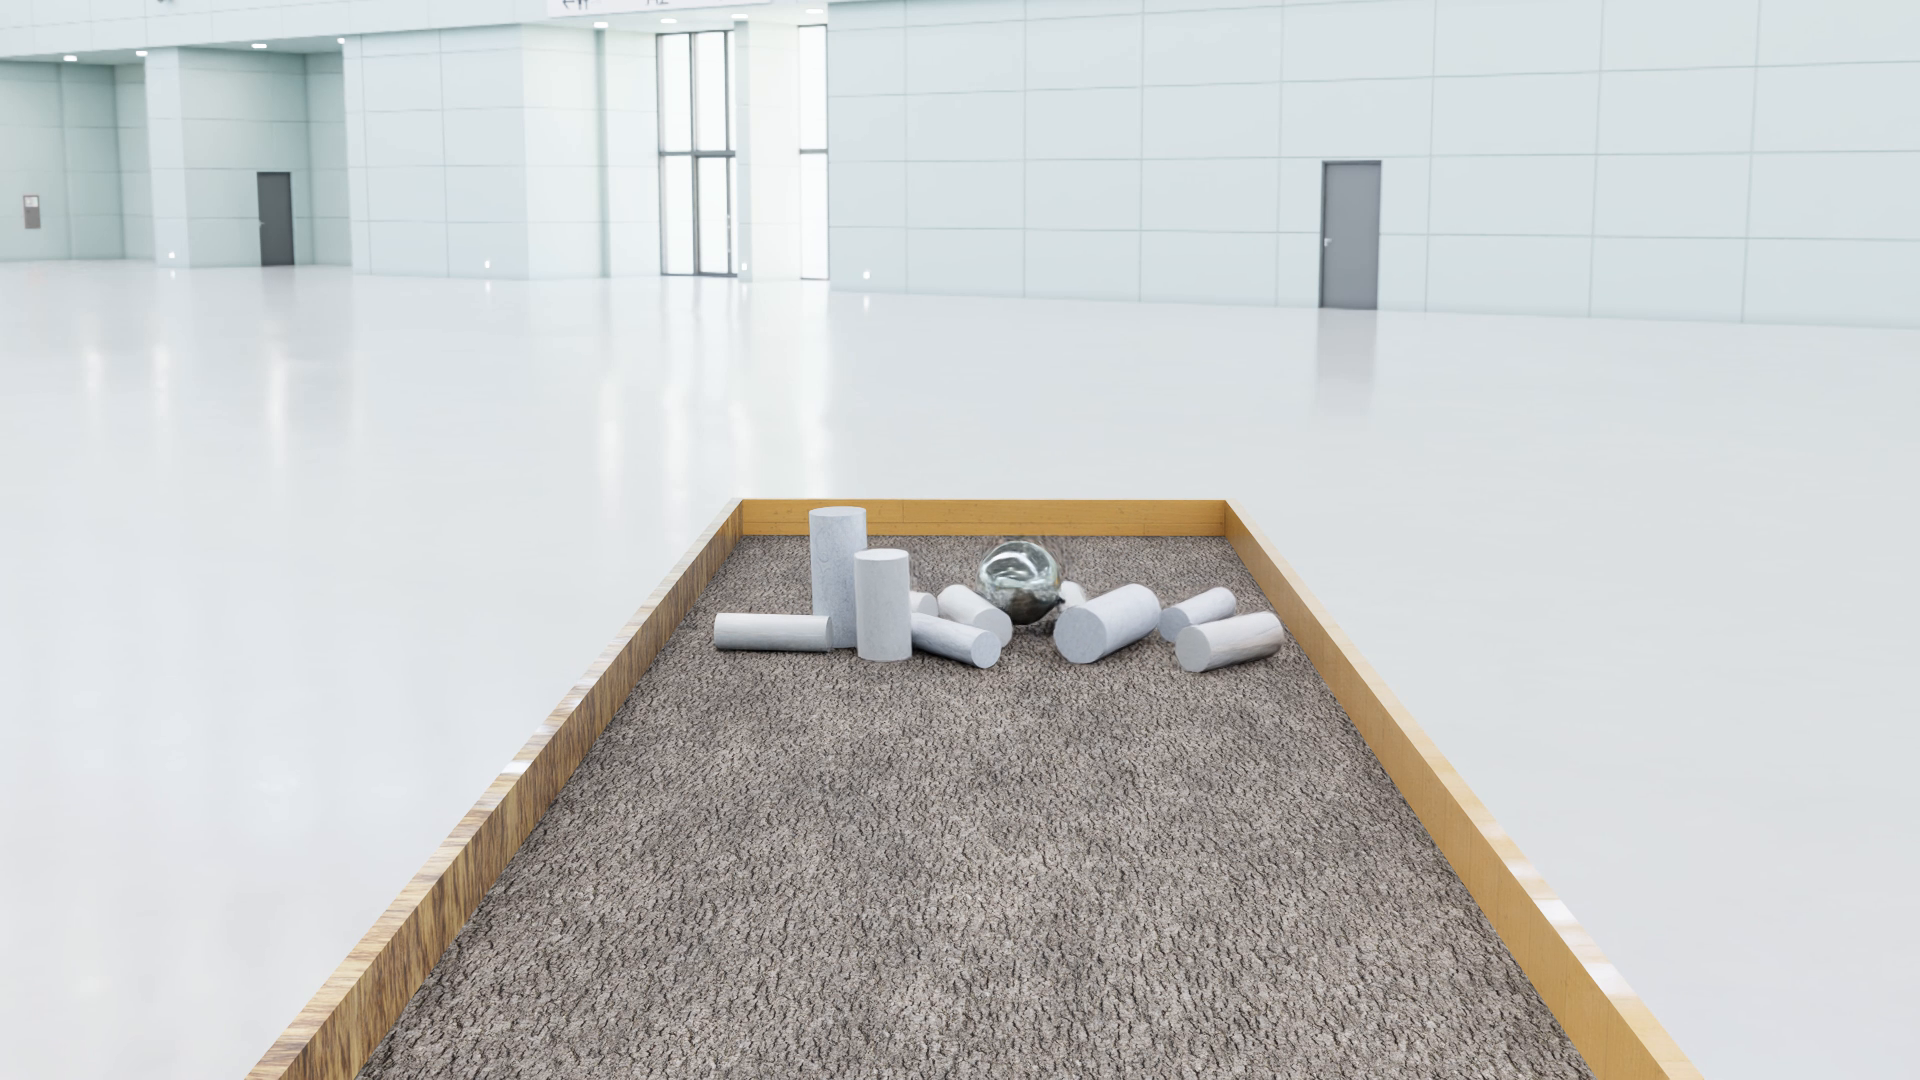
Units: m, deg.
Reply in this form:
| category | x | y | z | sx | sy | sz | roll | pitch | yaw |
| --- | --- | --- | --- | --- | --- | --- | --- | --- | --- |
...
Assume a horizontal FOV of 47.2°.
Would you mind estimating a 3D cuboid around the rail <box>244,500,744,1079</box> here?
| category | x | y | z | sx | sy | sz | roll | pitch | yaw |
| --- | --- | --- | --- | --- | --- | --- | --- | --- | --- |
| rail | -1.004 | 0.839 | 3.234 | 0.050 | 0.150 | 12.000 | 0 | 9 | 1 |

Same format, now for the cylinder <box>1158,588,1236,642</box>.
| category | x | y | z | sx | sy | sz | roll | pitch | yaw |
| --- | --- | --- | --- | --- | --- | --- | --- | --- | --- |
| cylinder | 0.770 | 0.241 | 7.123 | 0.114 | 0.114 | 0.400 | 5 | 10 | 28 |

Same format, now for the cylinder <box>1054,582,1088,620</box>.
| category | x | y | z | sx | sy | sz | roll | pitch | yaw |
| --- | --- | --- | --- | --- | --- | --- | --- | --- | --- |
| cylinder | 0.368 | 0.229 | 7.203 | 0.113 | 0.113 | 0.429 | 0 | 9 | -1 |

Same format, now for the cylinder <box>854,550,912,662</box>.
| category | x | y | z | sx | sy | sz | roll | pitch | yaw |
| --- | --- | --- | --- | --- | --- | --- | --- | --- | --- |
| cylinder | -0.235 | 0.199 | 6.727 | 0.167 | 0.315 | 0.167 | -2 | 11 | 0 |

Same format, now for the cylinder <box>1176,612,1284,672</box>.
| category | x | y | z | sx | sy | sz | roll | pitch | yaw |
| --- | --- | --- | --- | --- | --- | --- | --- | --- | --- |
| cylinder | 0.814 | 0.307 | 6.632 | 0.342 | 0.138 | 0.138 | -8 | 12 | -43 |

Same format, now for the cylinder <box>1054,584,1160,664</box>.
| category | x | y | z | sx | sy | sz | roll | pitch | yaw |
| --- | --- | --- | --- | --- | --- | --- | --- | --- | --- |
| cylinder | 0.462 | 0.257 | 6.831 | 0.174 | 0.174 | 0.446 | 4 | 10 | 26 |

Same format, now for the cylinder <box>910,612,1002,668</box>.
| category | x | y | z | sx | sy | sz | roll | pitch | yaw |
| --- | --- | --- | --- | --- | --- | --- | --- | --- | --- |
| cylinder | -0.031 | 0.305 | 6.730 | 0.112 | 0.112 | 0.375 | -6 | 11 | -35 |

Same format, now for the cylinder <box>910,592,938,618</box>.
| category | x | y | z | sx | sy | sz | roll | pitch | yaw |
| --- | --- | --- | --- | --- | --- | --- | --- | --- | --- |
| cylinder | -0.262 | 0.226 | 7.141 | 0.362 | 0.137 | 0.137 | 5 | 10 | 29 |

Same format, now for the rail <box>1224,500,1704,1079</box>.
| category | x | y | z | sx | sy | sz | roll | pitch | yaw |
| --- | --- | --- | --- | --- | --- | --- | --- | --- | --- |
| rail | 1.046 | 0.843 | 3.208 | 0.050 | 0.150 | 12.000 | 0 | 9 | 1 |

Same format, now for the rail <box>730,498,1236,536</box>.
| category | x | y | z | sx | sy | sz | roll | pitch | yaw |
| --- | --- | --- | --- | --- | --- | --- | --- | --- | --- |
| rail | 0.099 | -0.098 | 9.147 | 2.100 | 0.150 | 0.050 | 0 | 9 | 1 |

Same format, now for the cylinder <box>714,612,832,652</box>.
| category | x | y | z | sx | sy | sz | roll | pitch | yaw |
| --- | --- | --- | --- | --- | --- | --- | --- | --- | --- |
| cylinder | -0.579 | 0.288 | 6.830 | 0.351 | 0.114 | 0.114 | 1 | 9 | 8 |

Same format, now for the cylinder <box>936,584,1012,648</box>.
| category | x | y | z | sx | sy | sz | roll | pitch | yaw |
| --- | --- | --- | --- | --- | --- | --- | --- | --- | --- |
| cylinder | 0.042 | 0.246 | 7.023 | 0.136 | 0.136 | 0.435 | -2 | 9 | -15 |

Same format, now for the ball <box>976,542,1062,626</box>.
| category | x | y | z | sx | sy | sz | roll | pitch | yaw |
| --- | --- | --- | --- | --- | --- | --- | --- | --- | --- |
| ball | 0.192 | 0.143 | 7.195 | 0.278 | 0.278 | 0.278 | 0 | 9 | 0 |

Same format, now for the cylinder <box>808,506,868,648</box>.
| category | x | y | z | sx | sy | sz | roll | pitch | yaw |
| --- | --- | --- | --- | --- | --- | --- | --- | --- | --- |
| cylinder | -0.378 | 0.115 | 6.923 | 0.180 | 0.418 | 0.180 | -1 | 11 | 0 |
